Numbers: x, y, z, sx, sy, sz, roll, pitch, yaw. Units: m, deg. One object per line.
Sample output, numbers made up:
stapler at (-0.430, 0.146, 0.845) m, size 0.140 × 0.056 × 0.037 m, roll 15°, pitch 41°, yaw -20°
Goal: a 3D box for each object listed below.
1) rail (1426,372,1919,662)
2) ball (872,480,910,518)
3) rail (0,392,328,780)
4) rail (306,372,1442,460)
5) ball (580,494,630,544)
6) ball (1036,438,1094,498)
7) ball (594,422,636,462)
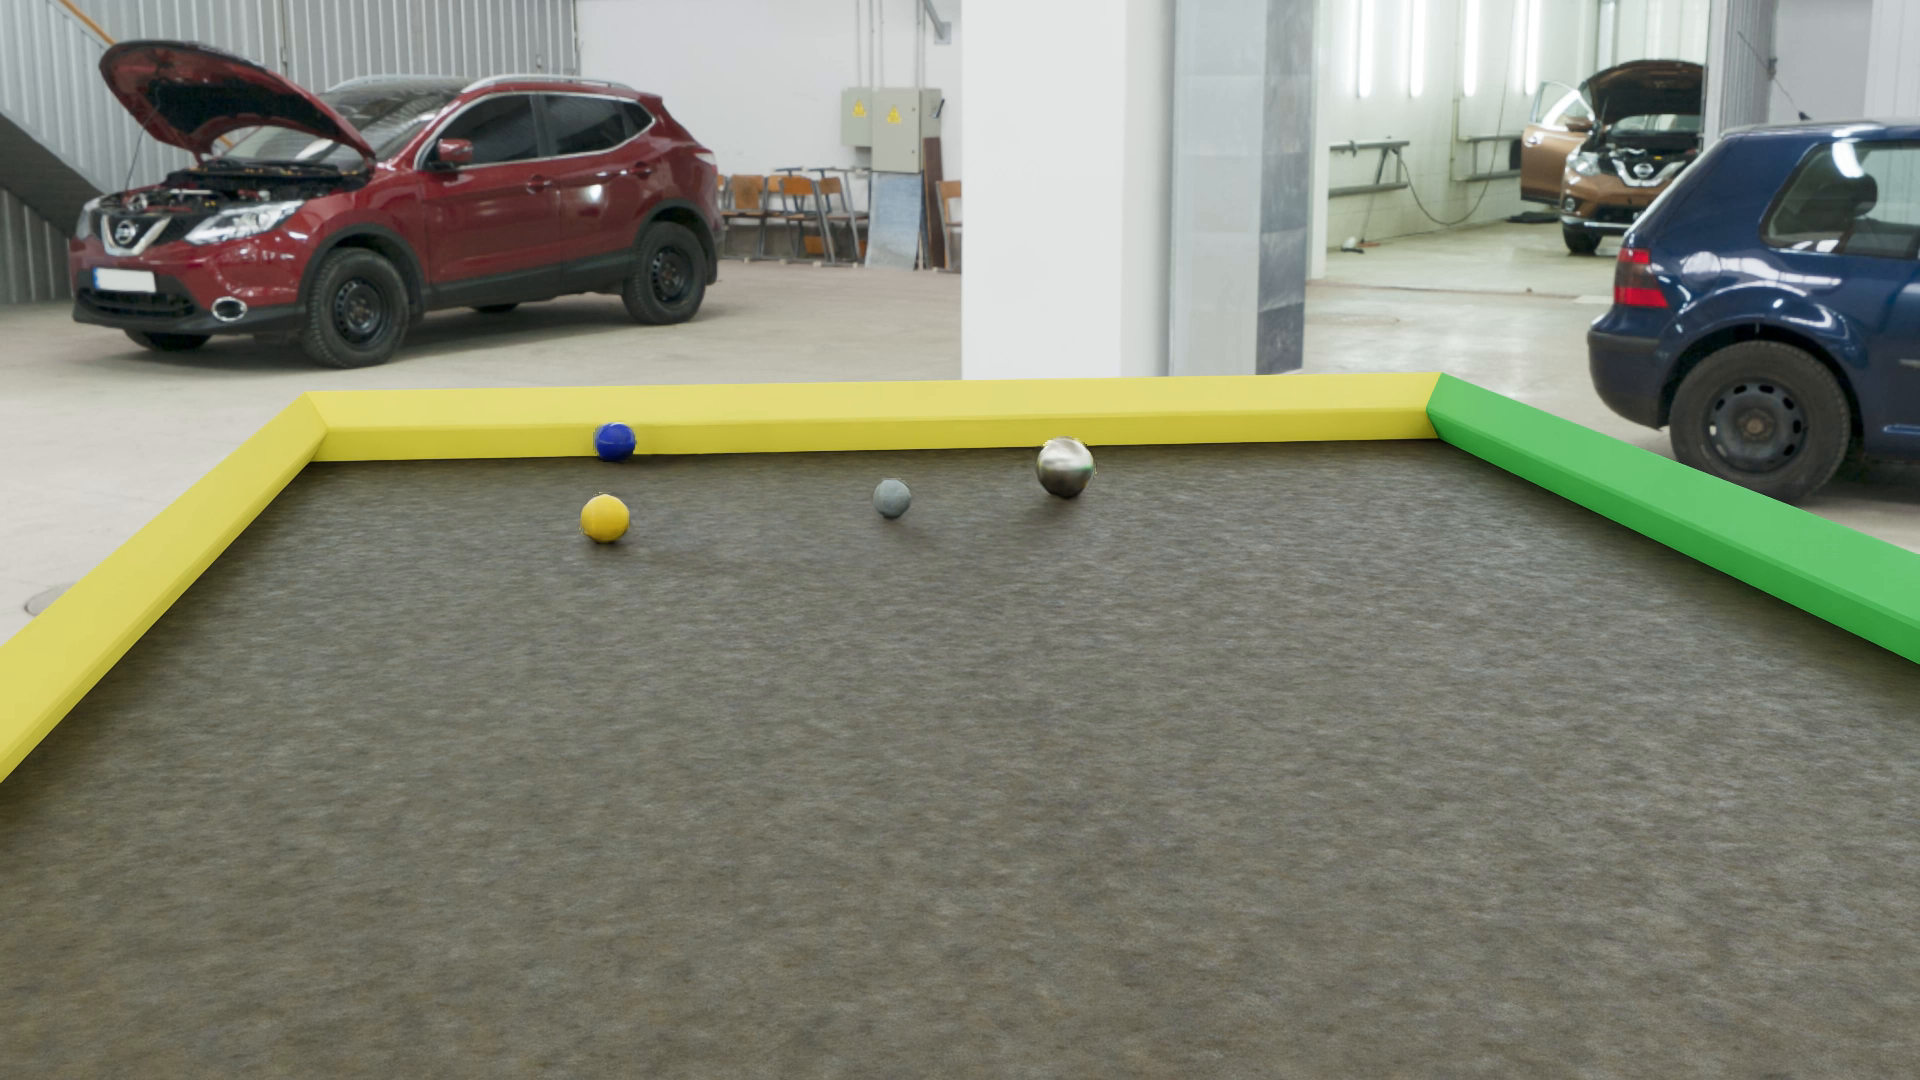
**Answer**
rail at (1.171, 0.157, 2.275) m, size 0.045 × 0.128 × 4.128 m, roll -1°, pitch 12°, yaw -7°
ball at (-0.109, -0.067, 3.513) m, size 0.061 × 0.061 × 0.061 m, roll 0°, pitch 12°, yaw 0°
rail at (-0.913, 0.211, 2.018) m, size 0.045 × 0.128 × 4.128 m, roll -1°, pitch 12°, yaw -7°
rail at (-0.126, -0.230, 4.127) m, size 2.148 × 0.128 × 0.045 m, roll -1°, pitch 12°, yaw -7°
ball at (-0.535, -0.031, 3.315) m, size 0.074 × 0.074 × 0.074 m, roll 0°, pitch 12°, yaw 0°
ball at (0.176, -0.120, 3.678) m, size 0.098 × 0.098 × 0.098 m, roll 0°, pitch 12°, yaw 0°
ball at (-0.629, -0.179, 4.018) m, size 0.075 × 0.075 × 0.075 m, roll 0°, pitch 12°, yaw 0°
